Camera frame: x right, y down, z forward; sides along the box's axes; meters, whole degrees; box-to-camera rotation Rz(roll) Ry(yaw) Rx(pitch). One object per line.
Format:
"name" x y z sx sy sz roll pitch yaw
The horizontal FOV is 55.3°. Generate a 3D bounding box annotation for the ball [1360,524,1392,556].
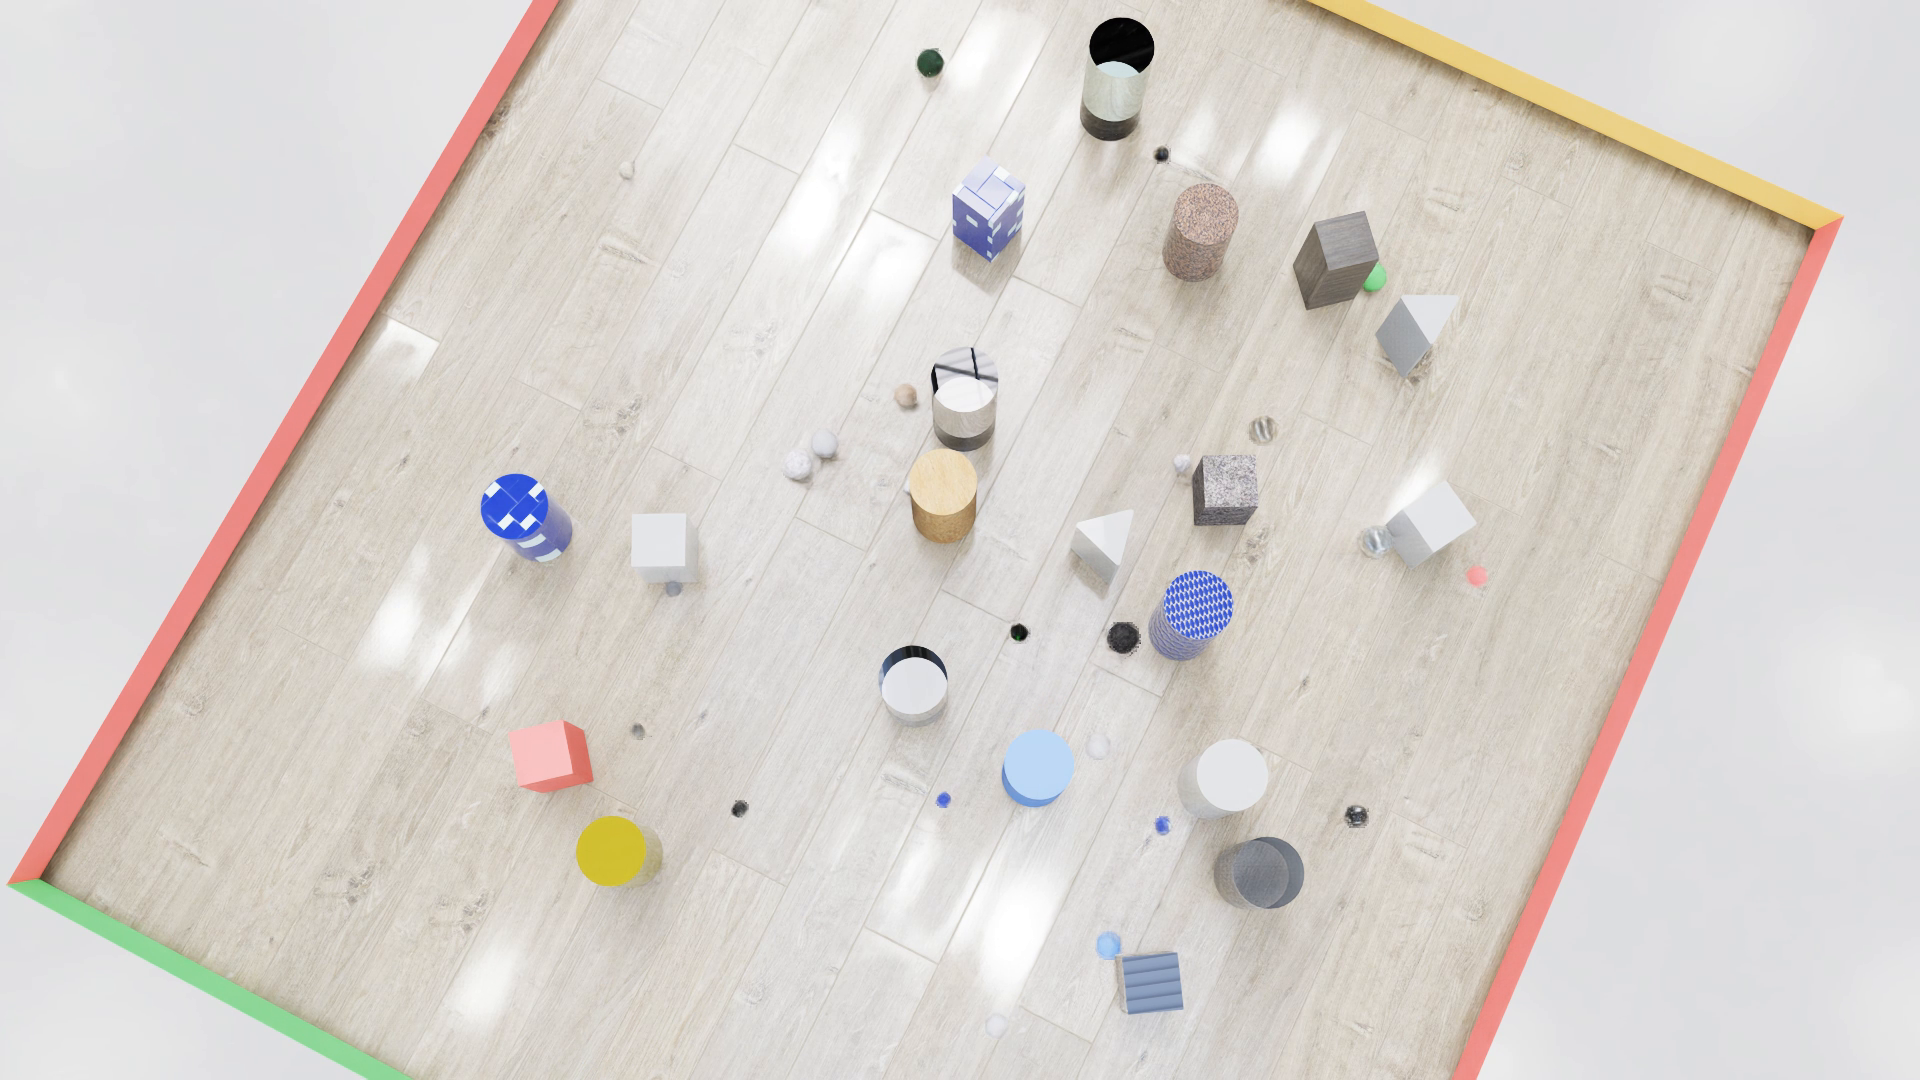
"ball" 1.262 0.002 5.566 0.098 0.098 0.098 0 78 0

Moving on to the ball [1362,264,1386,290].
"ball" 1.293 -0.825 5.743 0.088 0.088 0.088 0 78 0

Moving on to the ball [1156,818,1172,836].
"ball" 0.601 0.847 5.416 0.050 0.050 0.050 0 78 0

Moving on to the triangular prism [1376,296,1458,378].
"triangular prism" 1.365 -0.648 5.572 0.147 0.350 0.169 30 80 6

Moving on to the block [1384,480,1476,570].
"block" 1.399 -0.041 5.482 0.156 0.281 0.156 -33 80 -6

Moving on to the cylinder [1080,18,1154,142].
"cylinder" 0.482 -1.421 5.678 0.196 0.456 0.196 0 78 0

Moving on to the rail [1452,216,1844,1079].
"rail" 1.770 0.873 5.370 0.045 0.127 4.290 26 80 5

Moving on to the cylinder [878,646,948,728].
"cylinder" -0.133 0.430 5.339 0.196 0.368 0.196 0 78 0

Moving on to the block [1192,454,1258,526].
"block" 0.796 -0.148 5.514 0.156 0.260 0.156 -1 78 0

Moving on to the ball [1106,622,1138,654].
"ball" 0.488 0.295 5.508 0.094 0.094 0.094 0 78 0

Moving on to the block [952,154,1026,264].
"block" 0.087 -1.017 5.655 0.156 0.337 0.156 38 81 7

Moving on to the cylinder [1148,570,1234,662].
"cylinder" 0.667 0.226 5.342 0.196 0.446 0.196 0 78 0

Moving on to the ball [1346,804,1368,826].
"ball" 1.171 0.814 5.415 0.064 0.064 0.064 0 78 0

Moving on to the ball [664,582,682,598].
"ball" -0.870 0.149 5.560 0.050 0.050 0.050 0 78 0

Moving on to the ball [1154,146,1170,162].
"ball" 0.642 -1.230 5.845 0.051 0.051 0.051 0 78 0

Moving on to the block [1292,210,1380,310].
"block" 1.147 -0.851 5.608 0.156 0.363 0.156 -14 79 -3

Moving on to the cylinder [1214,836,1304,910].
"cylinder" 0.847 0.952 5.217 0.196 0.396 0.196 0 78 0

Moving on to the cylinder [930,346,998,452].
"cylinder" 0.013 -0.414 5.470 0.196 0.455 0.196 0 78 0

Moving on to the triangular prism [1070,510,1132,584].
"triangular prism" 0.450 -0.006 5.460 0.147 0.310 0.169 -44 82 -8

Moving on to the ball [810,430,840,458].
"ball" -0.416 -0.296 5.633 0.088 0.088 0.088 0 78 0

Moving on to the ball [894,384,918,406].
"ball" -0.168 -0.450 5.674 0.070 0.070 0.070 0 78 0

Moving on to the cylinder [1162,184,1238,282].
"cylinder" 0.737 -0.943 5.644 0.196 0.329 0.196 0 78 0

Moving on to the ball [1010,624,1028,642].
"ball" 0.179 0.281 5.530 0.055 0.055 0.055 0 78 0

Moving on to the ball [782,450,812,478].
"ball" -0.498 -0.233 5.618 0.091 0.091 0.091 0 78 0

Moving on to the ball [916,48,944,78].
"ball" -0.095 -1.532 5.888 0.090 0.090 0.090 0 78 0

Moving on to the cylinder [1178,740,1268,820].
"cylinder" 0.746 0.689 5.239 0.196 0.460 0.196 0 78 0

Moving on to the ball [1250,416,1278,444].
"ball" 0.936 -0.340 5.642 0.087 0.087 0.087 0 78 0

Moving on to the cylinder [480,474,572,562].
"cylinder" -1.286 -0.063 5.456 0.196 0.340 0.196 0 78 0

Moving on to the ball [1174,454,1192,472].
"ball" 0.684 -0.236 5.637 0.055 0.055 0.055 0 78 0

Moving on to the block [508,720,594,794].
"block" -1.186 0.632 5.331 0.156 0.302 0.156 -13 79 -3

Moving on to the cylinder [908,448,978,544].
"cylinder" -0.049 -0.126 5.436 0.196 0.404 0.196 0 78 0

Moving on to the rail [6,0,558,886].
"rail" -1.770 -0.860 5.729 0.045 0.127 4.290 26 80 5

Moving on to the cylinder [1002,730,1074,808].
"cylinder" 0.221 0.663 5.293 0.196 0.364 0.196 0 78 0

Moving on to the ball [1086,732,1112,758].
"ball" 0.412 0.608 5.452 0.076 0.076 0.076 0 78 0

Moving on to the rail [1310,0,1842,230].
"rail" 0.949 -1.851 5.934 4.006 0.127 0.045 26 80 5

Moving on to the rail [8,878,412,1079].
"rail" -0.949 1.865 5.165 4.006 0.127 0.045 26 80 5

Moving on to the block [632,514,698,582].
"block" -0.879 0.027 5.476 0.156 0.265 0.156 -1 78 0

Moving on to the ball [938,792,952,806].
"ball" -0.046 0.768 5.436 0.041 0.041 0.041 0 78 0

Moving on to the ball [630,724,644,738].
"ball" -0.963 0.570 5.477 0.041 0.041 0.041 0 78 0

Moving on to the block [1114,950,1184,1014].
"block" 0.538 1.261 5.230 0.156 0.246 0.156 -5 78 -1

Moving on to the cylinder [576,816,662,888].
"cylinder" -0.977 0.901 5.276 0.196 0.302 0.196 0 78 0

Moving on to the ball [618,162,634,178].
"ball" -1.061 -1.178 5.834 0.052 0.052 0.052 0 78 0

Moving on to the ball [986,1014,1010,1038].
"ball" 0.108 1.402 5.291 0.069 0.069 0.069 0 78 0

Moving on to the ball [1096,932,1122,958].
"ball" 0.433 1.176 5.330 0.074 0.074 0.074 0 78 0

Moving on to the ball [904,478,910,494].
"ball" -0.147 -0.164 5.623 0.053 0.053 0.053 0 78 0

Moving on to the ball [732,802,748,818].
"ball" -0.654 0.798 5.428 0.046 0.046 0.046 0 78 0

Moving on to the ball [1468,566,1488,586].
"ball" 1.571 0.108 5.564 0.060 0.060 0.060 0 78 0
